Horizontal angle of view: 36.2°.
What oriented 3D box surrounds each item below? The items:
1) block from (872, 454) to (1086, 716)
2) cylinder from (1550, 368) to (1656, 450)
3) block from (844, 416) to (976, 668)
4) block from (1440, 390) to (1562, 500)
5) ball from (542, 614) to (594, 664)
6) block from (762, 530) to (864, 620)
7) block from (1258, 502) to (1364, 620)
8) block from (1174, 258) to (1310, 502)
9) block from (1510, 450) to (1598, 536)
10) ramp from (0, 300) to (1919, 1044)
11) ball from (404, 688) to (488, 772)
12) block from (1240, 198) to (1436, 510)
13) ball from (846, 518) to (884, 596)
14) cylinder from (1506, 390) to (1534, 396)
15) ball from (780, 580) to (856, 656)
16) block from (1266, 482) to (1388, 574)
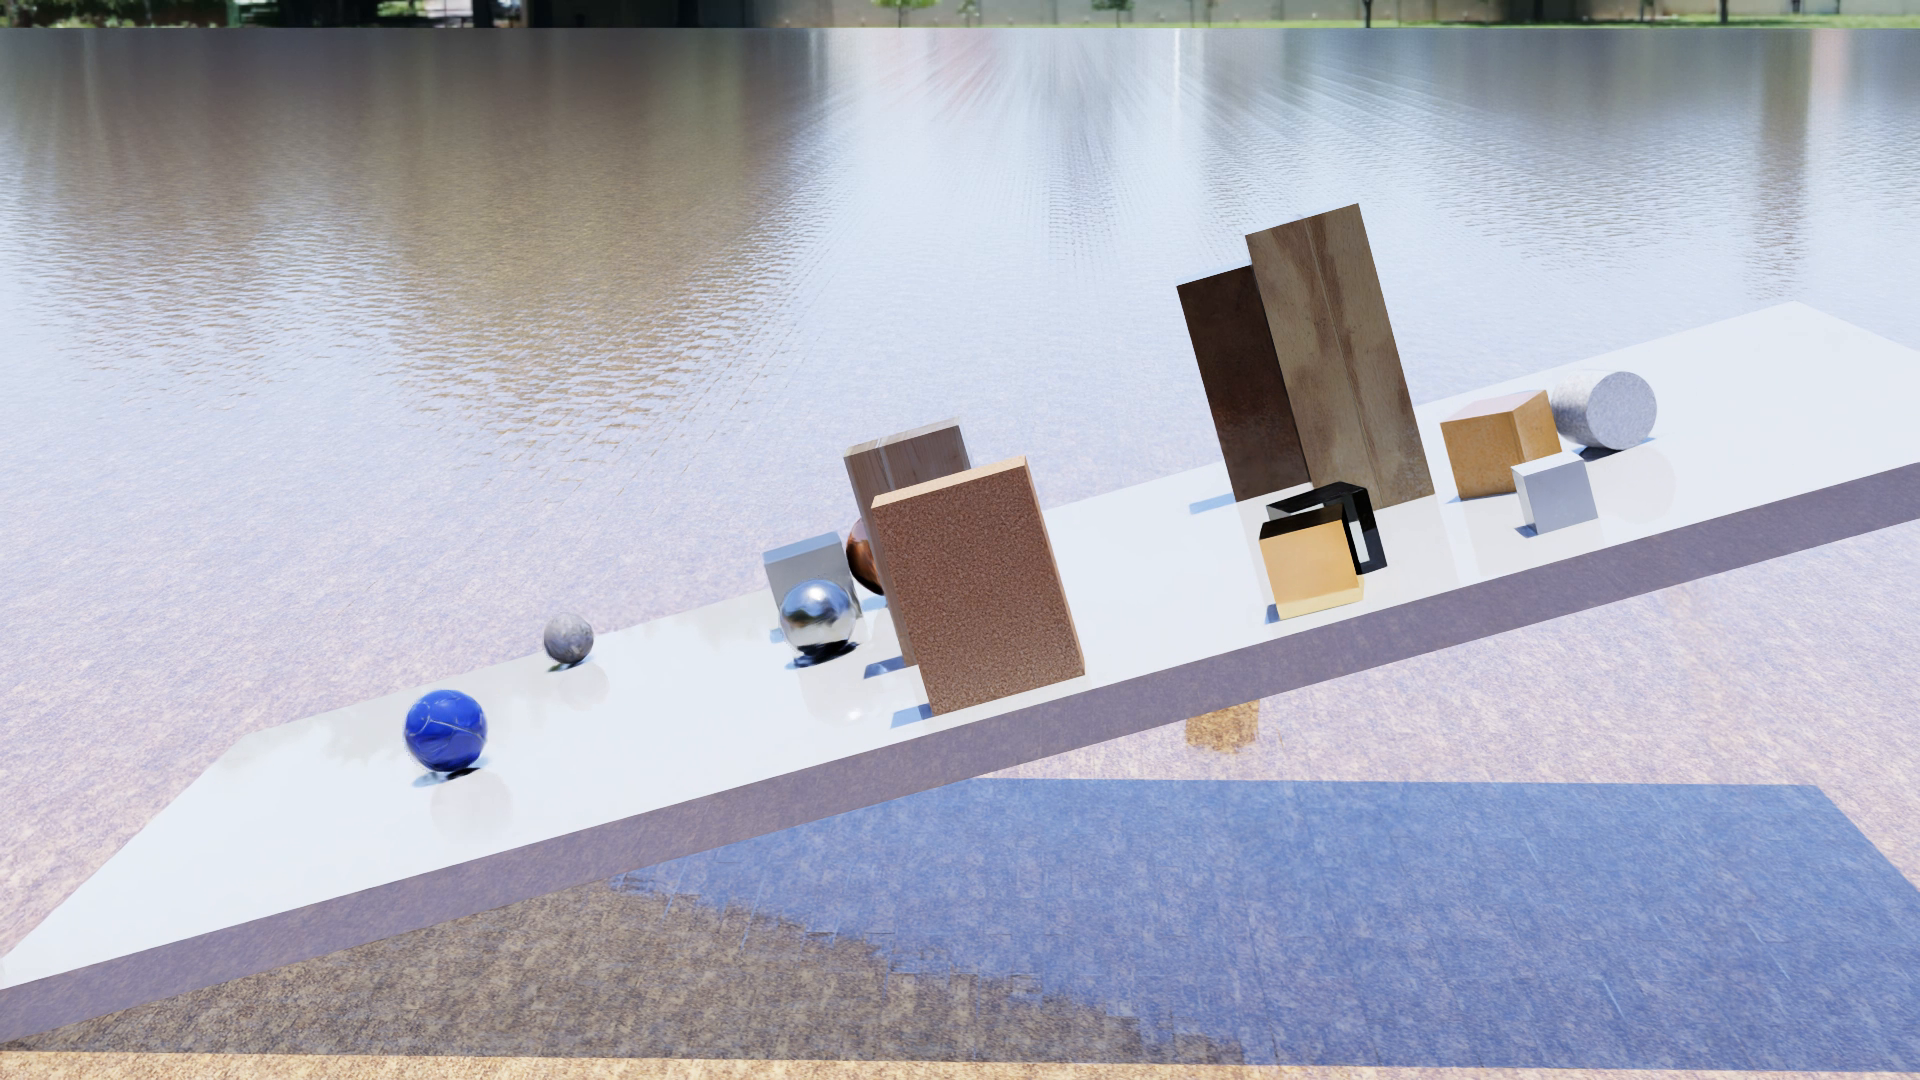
[{"bbox_3d":[0.036,0.084,5.477,0.293,0.409,0.129,-16,10,5],"label":"block"},{"bbox_3d":[1.327,-0.271,6.069,0.160,0.160,0.160,-3,6,-16],"label":"cylinder"},{"bbox_3d":[-0.054,0.002,5.970,0.241,0.448,0.132,-16,10,5],"label":"block"},{"bbox_3d":[1.106,-0.194,5.991,0.165,0.165,0.165,-9,12,38],"label":"block"},{"bbox_3d":[-0.945,0.238,7.092,0.123,0.123,0.123,0,11,0],"label":"ball"},{"bbox_3d":[-0.335,0.101,6.680,0.180,0.180,0.180,-17,10,-3],"label":"block"},{"bbox_3d":[0.654,0.039,5.458,0.156,0.156,0.156,-14,10,12],"label":"block"},{"bbox_3d":[0.752,-0.394,6.673,0.408,0.512,0.142,-16,10,5],"label":"block"},{"bbox_3d":[1.117,-0.090,5.530,0.116,0.116,0.116,-16,10,2],"label":"block"},{"bbox_3d":[0.089,0.188,6.322,4.000,0.100,2.000,-16,10,5],"label":"ramp"},{"bbox_3d":[-1.089,0.404,6.234,0.178,0.178,0.178,0,11,0],"label":"ball"},{"bbox_3d":[0.789,-0.372,6.138,0.241,0.628,0.122,-16,10,5],"label":"block"},{"bbox_3d":[-0.158,0.026,6.724,0.208,0.208,0.208,0,11,0],"label":"ball"},{"bbox_3d":[1.166,-0.225,6.135,0.141,0.141,0.141,-16,10,3],"label":"cylinder"},{"bbox_3d":[-0.304,0.167,6.305,0.164,0.164,0.164,0,11,0],"label":"ball"},{"bbox_3d":[0.702,-0.008,5.642,0.156,0.156,0.156,-18,10,-9],"label":"block"}]
